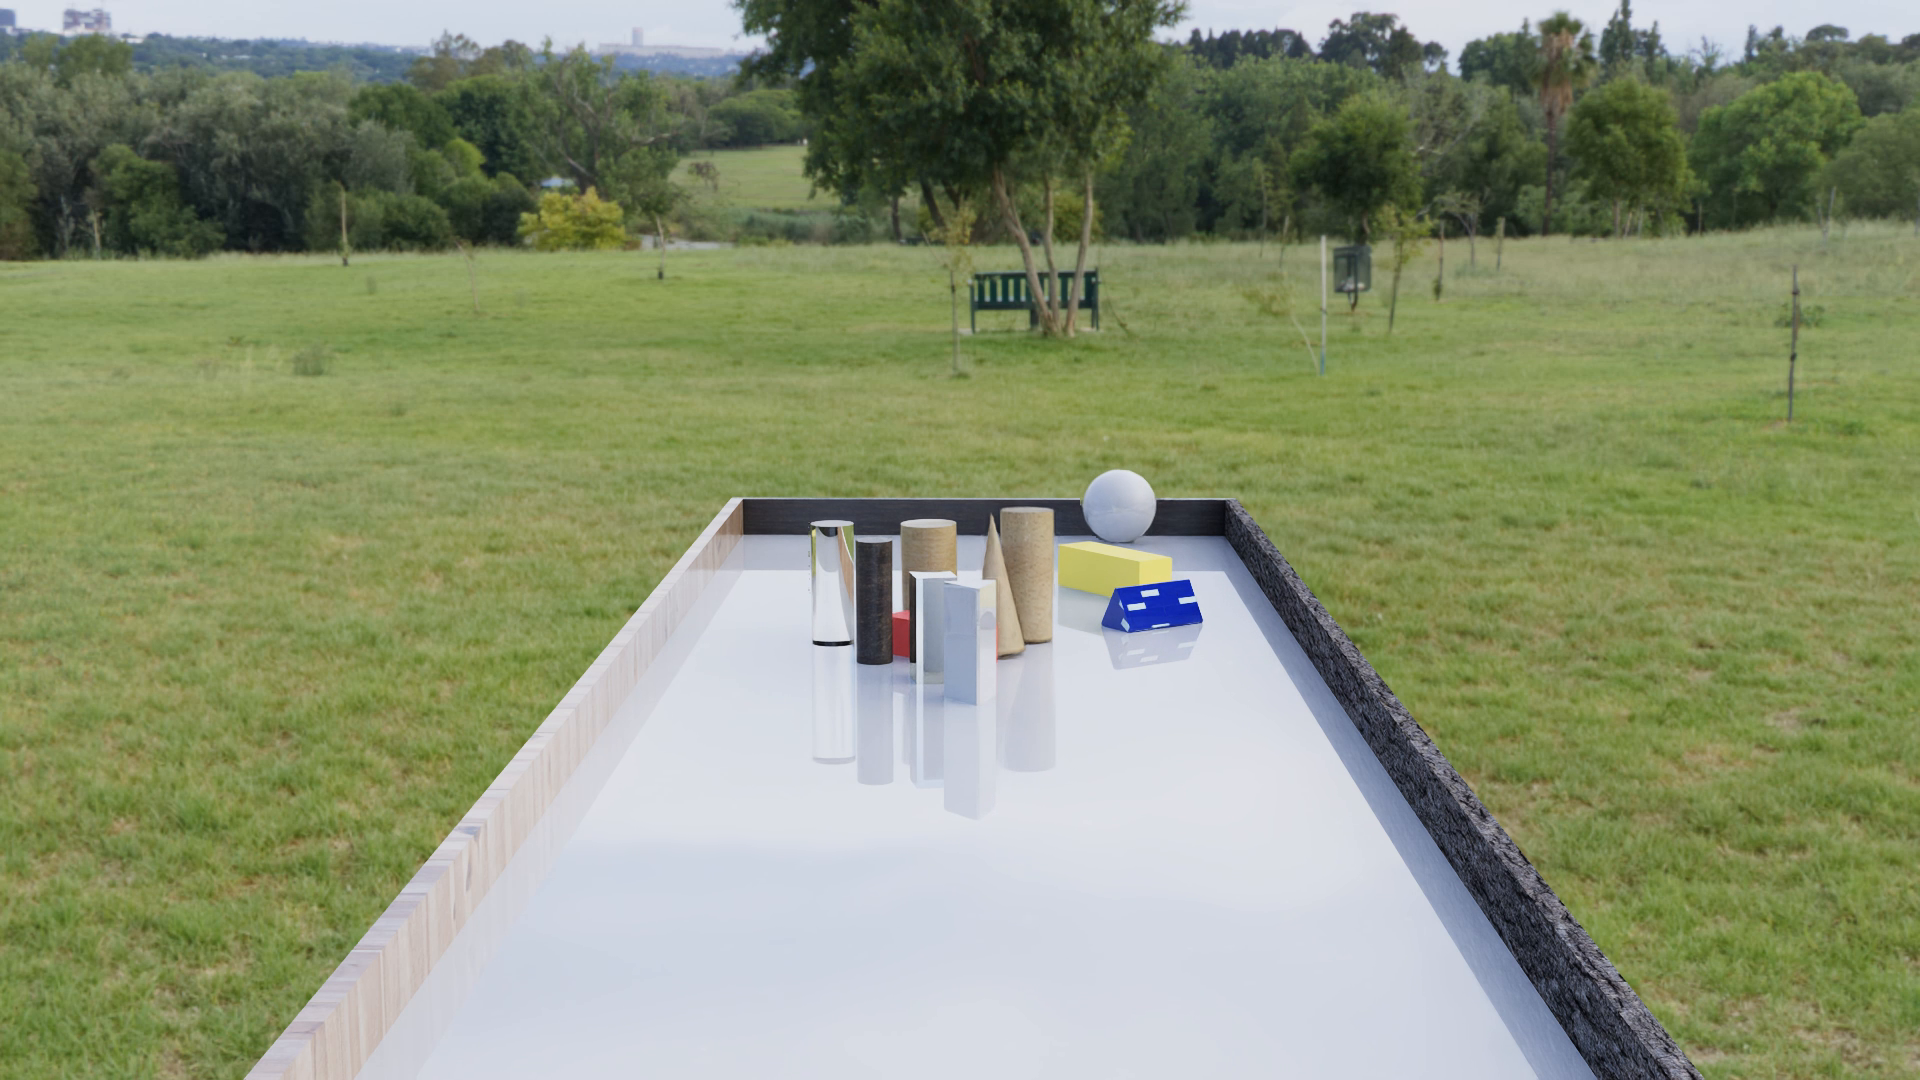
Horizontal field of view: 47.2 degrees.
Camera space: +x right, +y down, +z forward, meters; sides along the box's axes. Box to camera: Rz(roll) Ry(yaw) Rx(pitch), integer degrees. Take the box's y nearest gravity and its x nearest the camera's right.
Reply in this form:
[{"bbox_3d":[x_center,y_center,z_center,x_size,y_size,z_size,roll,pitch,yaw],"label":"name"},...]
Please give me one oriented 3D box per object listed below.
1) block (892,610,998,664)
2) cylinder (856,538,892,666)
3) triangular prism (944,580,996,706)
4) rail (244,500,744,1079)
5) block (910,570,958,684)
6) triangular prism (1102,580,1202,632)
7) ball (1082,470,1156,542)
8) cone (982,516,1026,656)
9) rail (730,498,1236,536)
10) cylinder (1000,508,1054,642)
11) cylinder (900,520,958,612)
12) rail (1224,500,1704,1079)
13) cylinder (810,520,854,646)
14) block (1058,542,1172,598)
[{"bbox_3d":[-0.063,0.303,6.724,0.364,0.118,0.118,8,12,41],"label":"block"},{"bbox_3d":[-0.259,0.184,6.654,0.111,0.374,0.111,0,9,0],"label":"cylinder"},{"bbox_3d":[0.051,0.282,6.176,0.127,0.330,0.147,-8,12,-40],"label":"triangular prism"},{"bbox_3d":[-1.004,0.839,3.234,0.050,0.150,12.000,0,9,1],"label":"rail"},{"bbox_3d":[-0.078,0.254,6.411,0.120,0.312,0.120,-2,9,-11],"label":"block"},{"bbox_3d":[0.634,0.208,7.244,0.305,0.133,0.154,-6,10,-33],"label":"triangular prism"},{"bbox_3d":[0.648,-0.139,8.932,0.298,0.298,0.298,0,9,0],"label":"ball"},{"bbox_3d":[0.108,0.127,6.770,0.170,0.436,0.170,-3,5,0],"label":"cone"},{"bbox_3d":[0.099,-0.098,9.147,2.100,0.150,0.050,0,9,1],"label":"rail"},{"bbox_3d":[0.211,0.109,6.988,0.171,0.411,0.171,0,7,0],"label":"cylinder"},{"bbox_3d":[-0.096,0.136,6.925,0.176,0.381,0.176,-1,9,0],"label":"cylinder"},{"bbox_3d":[1.046,0.843,3.208,0.050,0.150,12.000,0,9,1],"label":"rail"},{"bbox_3d":[-0.401,0.136,6.932,0.136,0.381,0.136,0,9,0],"label":"cylinder"},{"bbox_3d":[0.548,0.112,7.830,0.148,0.148,0.450,-6,11,-35],"label":"block"}]
